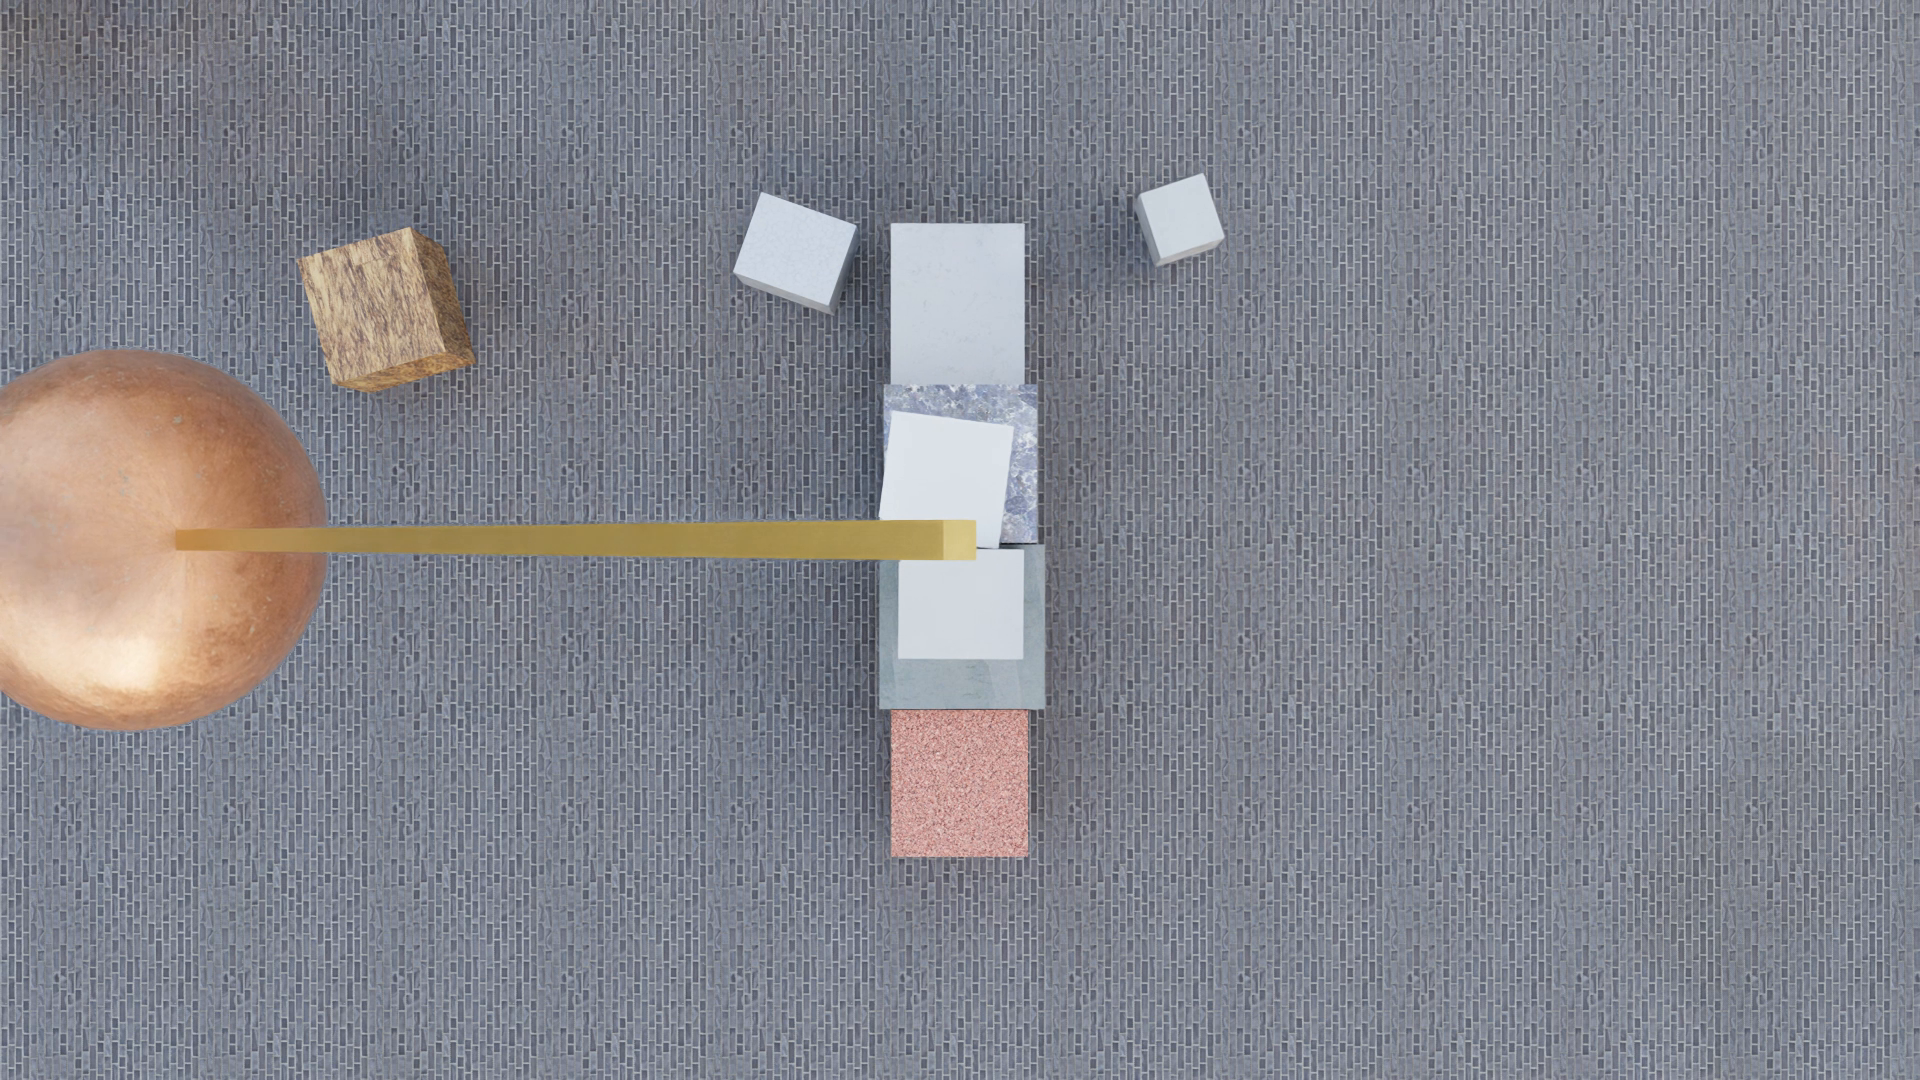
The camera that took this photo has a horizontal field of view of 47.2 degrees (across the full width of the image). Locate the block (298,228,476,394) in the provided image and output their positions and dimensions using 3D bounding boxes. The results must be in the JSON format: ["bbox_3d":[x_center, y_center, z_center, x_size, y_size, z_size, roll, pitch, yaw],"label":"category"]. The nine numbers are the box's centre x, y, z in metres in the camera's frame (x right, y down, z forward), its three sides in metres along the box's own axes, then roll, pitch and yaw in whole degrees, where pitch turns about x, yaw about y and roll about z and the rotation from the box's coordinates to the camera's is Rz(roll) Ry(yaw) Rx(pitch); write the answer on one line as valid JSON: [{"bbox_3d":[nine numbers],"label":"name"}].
[{"bbox_3d":[-3.273,-1.304,12.612,0.654,0.777,0.720,-16,90,0],"label":"block"}]

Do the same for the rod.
[{"bbox_3d":[-1.502,0.000,6.417,0.080,5.200,0.080,0,90,-35],"label":"rod"}]

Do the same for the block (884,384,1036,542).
[{"bbox_3d":[0.002,-0.421,12.566,0.844,0.869,0.874,0,90,0],"label":"block"}]

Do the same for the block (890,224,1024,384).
[{"bbox_3d":[-0.013,-1.319,12.646,0.746,0.709,0.899,0,90,0],"label":"block"}]

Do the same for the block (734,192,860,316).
[{"bbox_3d":[-0.934,-1.646,12.714,0.570,0.573,0.480,19,90,0],"label":"block"}]

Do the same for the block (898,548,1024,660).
[{"bbox_3d":[0.005,0.334,11.831,0.651,0.719,0.573,0,90,0],"label":"block"}]

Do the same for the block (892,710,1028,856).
[{"bbox_3d":[-0.002,1.358,12.635,0.762,0.730,0.819,0,90,0],"label":"block"}]

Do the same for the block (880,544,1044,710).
[{"bbox_3d":[0.012,0.482,12.595,0.917,0.809,0.913,0,90,0],"label":"block"}]

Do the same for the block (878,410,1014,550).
[{"bbox_3d":[-0.077,-0.316,11.842,0.644,0.578,0.652,7,90,0],"label":"block"}]

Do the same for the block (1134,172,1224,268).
[{"bbox_3d":[1.270,-1.854,12.785,0.383,0.431,0.388,-18,90,0],"label":"block"}]

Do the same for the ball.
[{"bbox_3d":[-3.465,0.000,9.193,1.600,1.600,1.600,0,90,0],"label":"ball"}]
